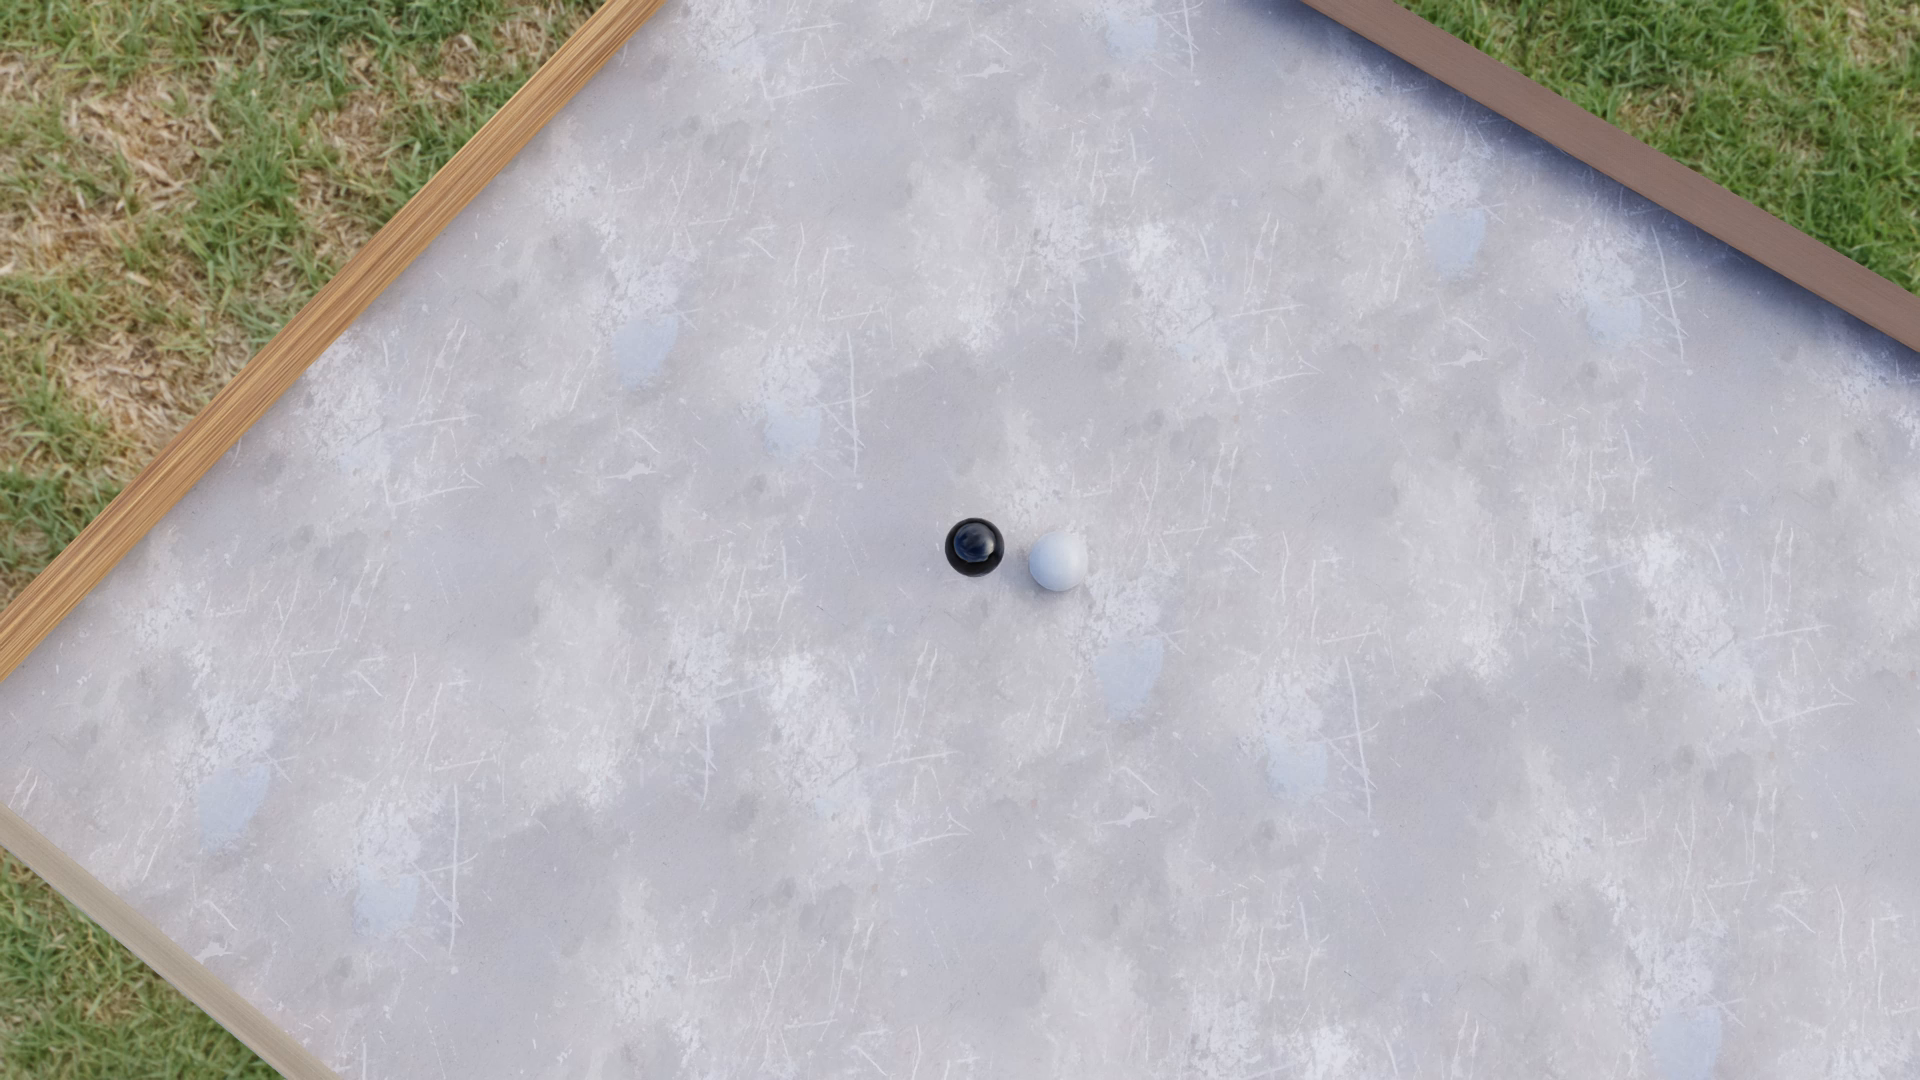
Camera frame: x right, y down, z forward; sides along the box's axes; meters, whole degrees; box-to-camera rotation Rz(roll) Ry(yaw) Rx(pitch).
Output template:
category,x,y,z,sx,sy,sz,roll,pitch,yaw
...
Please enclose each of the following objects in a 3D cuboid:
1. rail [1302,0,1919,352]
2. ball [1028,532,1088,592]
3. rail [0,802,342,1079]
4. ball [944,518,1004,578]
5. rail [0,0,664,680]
category,x,y,z,sx,sy,sz,roll,pitch,yaw
rail,1.622,-0.323,3.663,4.401,0.126,0.045,34,70,14
ball,0.158,0.034,3.520,0.096,0.096,0.096,0,66,0
rail,0.151,1.499,2.839,4.401,0.126,0.045,34,70,14
ball,0.024,0.012,3.529,0.097,0.097,0.097,0,66,0
rail,-0.867,-0.588,3.783,0.045,0.126,2.530,34,70,14
